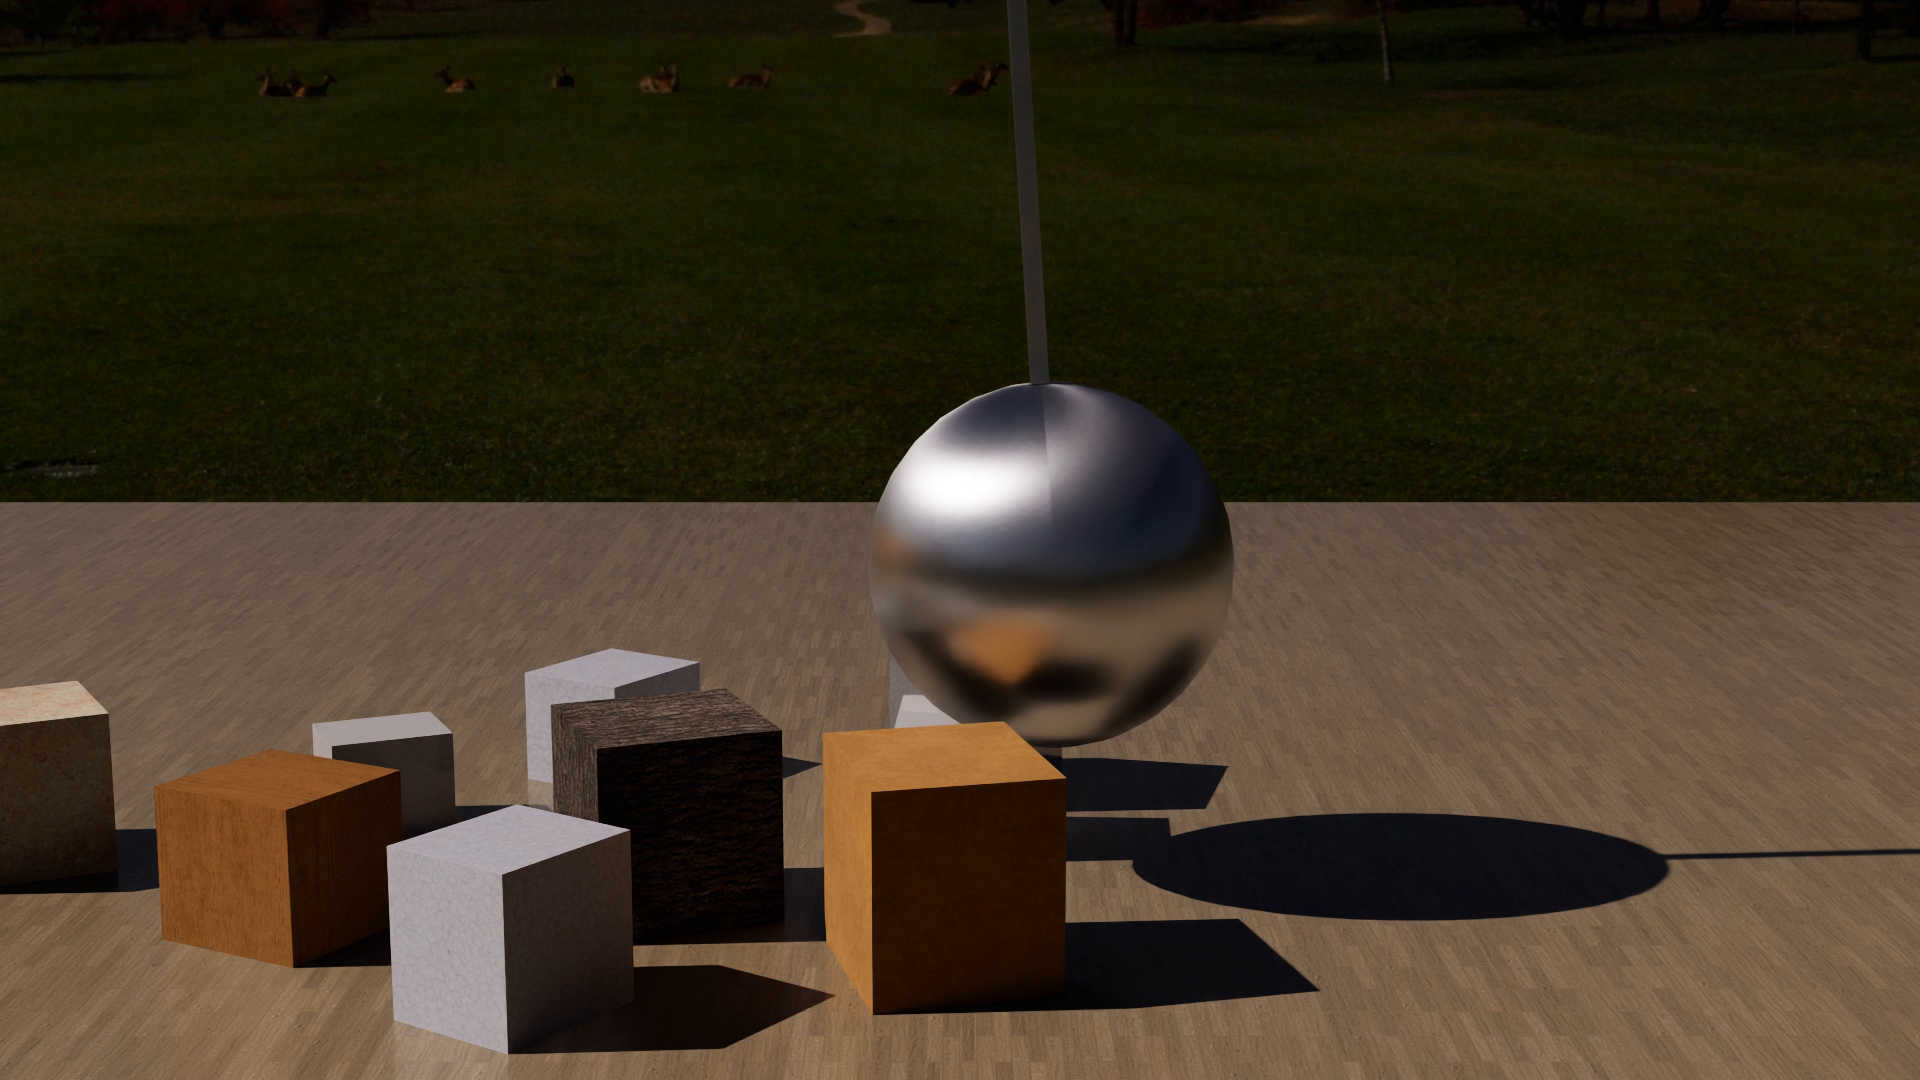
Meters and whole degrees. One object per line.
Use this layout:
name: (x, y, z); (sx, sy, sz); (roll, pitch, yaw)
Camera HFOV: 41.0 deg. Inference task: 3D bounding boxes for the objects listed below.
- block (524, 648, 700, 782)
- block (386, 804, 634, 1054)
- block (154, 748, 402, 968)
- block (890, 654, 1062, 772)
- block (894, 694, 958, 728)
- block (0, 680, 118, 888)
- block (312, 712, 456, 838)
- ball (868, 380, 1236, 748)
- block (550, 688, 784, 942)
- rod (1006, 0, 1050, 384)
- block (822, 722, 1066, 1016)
block: (-1.754, 0.913, 13.015); (0.586, 0.547, 0.662); (7, 12, 32)
block: (-1.689, 1.451, 9.684); (0.598, 0.679, 0.677); (7, 13, 35)
block: (-2.802, 1.299, 10.603); (0.713, 0.651, 0.672); (6, 12, 28)
block: (0.091, 0.856, 12.748); (0.687, 0.754, 0.808); (2, 11, 13)
block: (0.003, 1.093, 11.848); (0.572, 0.610, 0.656); (0, 10, 2)
block: (-4.261, 1.097, 11.516); (0.752, 0.721, 0.706); (-6, 12, -29)
block: (-2.715, 1.118, 12.093); (0.560, 0.474, 0.454); (-5, 11, -24)
ball: (0.397, 0.107, 11.200); (1.600, 1.600, 1.600); (0, 10, 0)
block: (-1.247, 1.155, 10.887); (0.783, 0.832, 0.791); (-4, 11, -22)
rod: (0.172, -3.231, 10.593); (0.080, 5.200, 0.080); (-4, 10, 1)
block: (-0.075, 1.271, 10.134); (0.759, 0.873, 0.895); (-3, 11, -14)
